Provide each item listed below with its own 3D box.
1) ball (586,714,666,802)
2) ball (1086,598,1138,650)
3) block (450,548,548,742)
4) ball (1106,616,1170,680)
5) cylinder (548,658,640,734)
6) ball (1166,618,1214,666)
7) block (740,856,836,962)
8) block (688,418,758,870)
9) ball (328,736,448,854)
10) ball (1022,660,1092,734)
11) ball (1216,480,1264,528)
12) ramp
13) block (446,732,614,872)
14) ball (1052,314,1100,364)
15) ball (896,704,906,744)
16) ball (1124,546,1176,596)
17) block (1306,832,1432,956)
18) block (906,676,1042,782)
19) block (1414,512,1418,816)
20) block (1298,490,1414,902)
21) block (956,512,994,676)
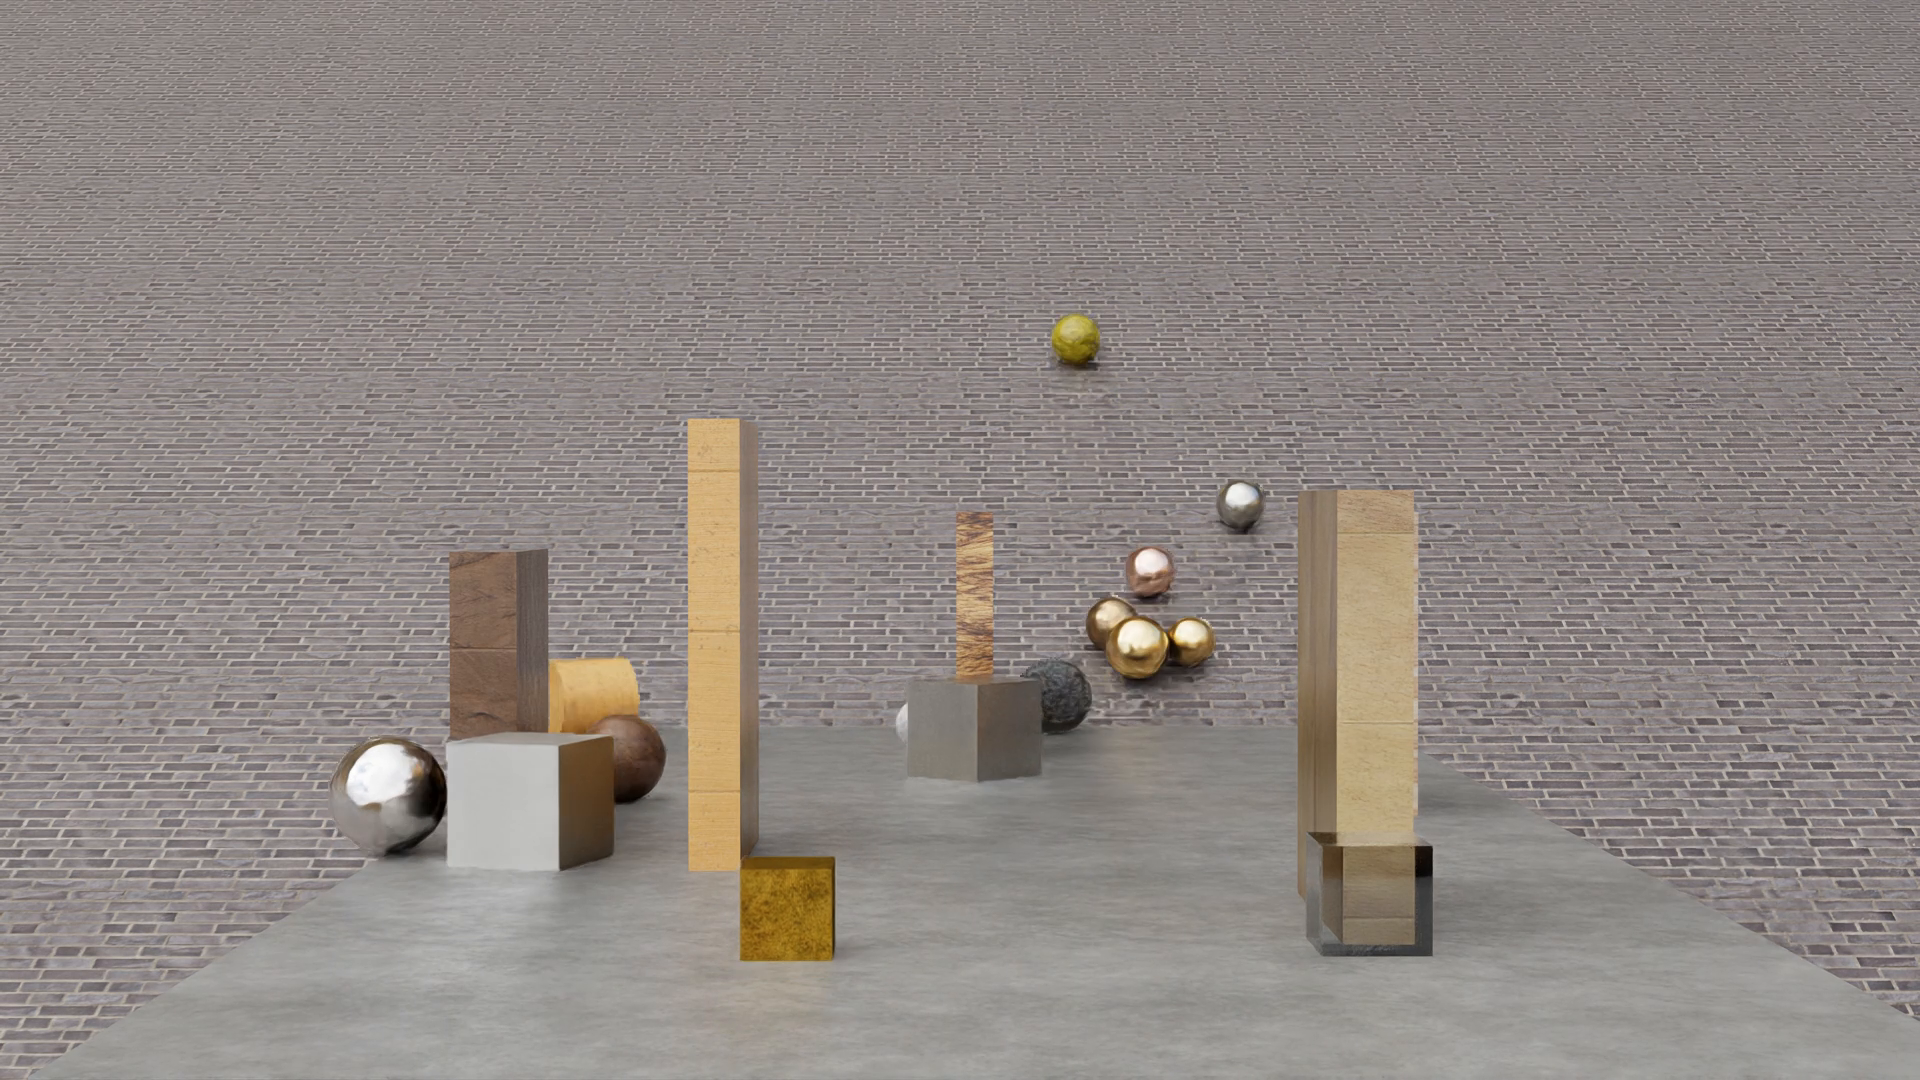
[{"bbox_3d":[-0.649,0.418,4.948,0.169,0.169,0.169,0,27,0],"label":"ball"},{"bbox_3d":[0.419,0.233,7.095,0.150,0.150,0.150,0,27,0],"label":"ball"},{"bbox_3d":[-0.788,0.264,4.433,0.111,0.493,0.332,0,1,0],"label":"block"},{"bbox_3d":[0.478,0.290,6.956,0.173,0.173,0.173,0,27,0],"label":"ball"},{"bbox_3d":[-0.905,0.385,6.266,0.191,0.191,0.191,-2,25,-30],"label":"cylinder"},{"bbox_3d":[0.625,0.277,7.027,0.133,0.133,0.133,0,27,0],"label":"ball"},{"bbox_3d":[-0.219,0.470,3.300,0.115,0.115,0.115,0,1,-1],"label":"block"},{"bbox_3d":[-0.384,0.161,4.215,0.081,0.705,0.378,0,1,0],"label":"block"},{"bbox_3d":[-0.938,0.418,4.238,0.190,0.190,0.190,0,27,0],"label":"ball"},{"bbox_3d":[0.234,0.387,6.382,0.185,0.185,0.185,0,27,0],"label":"ball"},{"bbox_3d":[0.843,-0.107,7.756,0.145,0.145,0.145,0,27,0],"label":"ball"},{"bbox_3d":[0.062,0.557,4.595,2.000,0.100,4.000,0,1,0],"label":"ramp"},{"bbox_3d":[-0.687,0.417,4.146,0.196,0.196,0.196,0,1,18],"label":"block"},{"bbox_3d":[0.397,-0.686,8.846,0.170,0.170,0.170,0,27,0],"label":"ball"},{"bbox_3d":[-0.085,0.400,5.605,0.109,0.109,0.109,0,27,0],"label":"ball"},{"bbox_3d":[0.543,0.090,7.377,0.144,0.144,0.144,0,27,0],"label":"ball"},{"bbox_3d":[0.528,0.457,3.341,0.140,0.140,0.140,0,1,-1],"label":"block"},{"bbox_3d":[0.030,0.394,5.425,0.200,0.200,0.200,1,1,43],"label":"block"},{"bbox_3d":[0.761,0.223,4.925,0.147,0.556,0.435,0,1,0],"label":"block"},{"bbox_3d":[0.548,0.227,3.604,0.101,0.592,0.392,0,1,0],"label":"block"},{"bbox_3d":[0.033,0.210,5.975,0.083,0.551,0.338,0,1,0],"label":"block"}]
